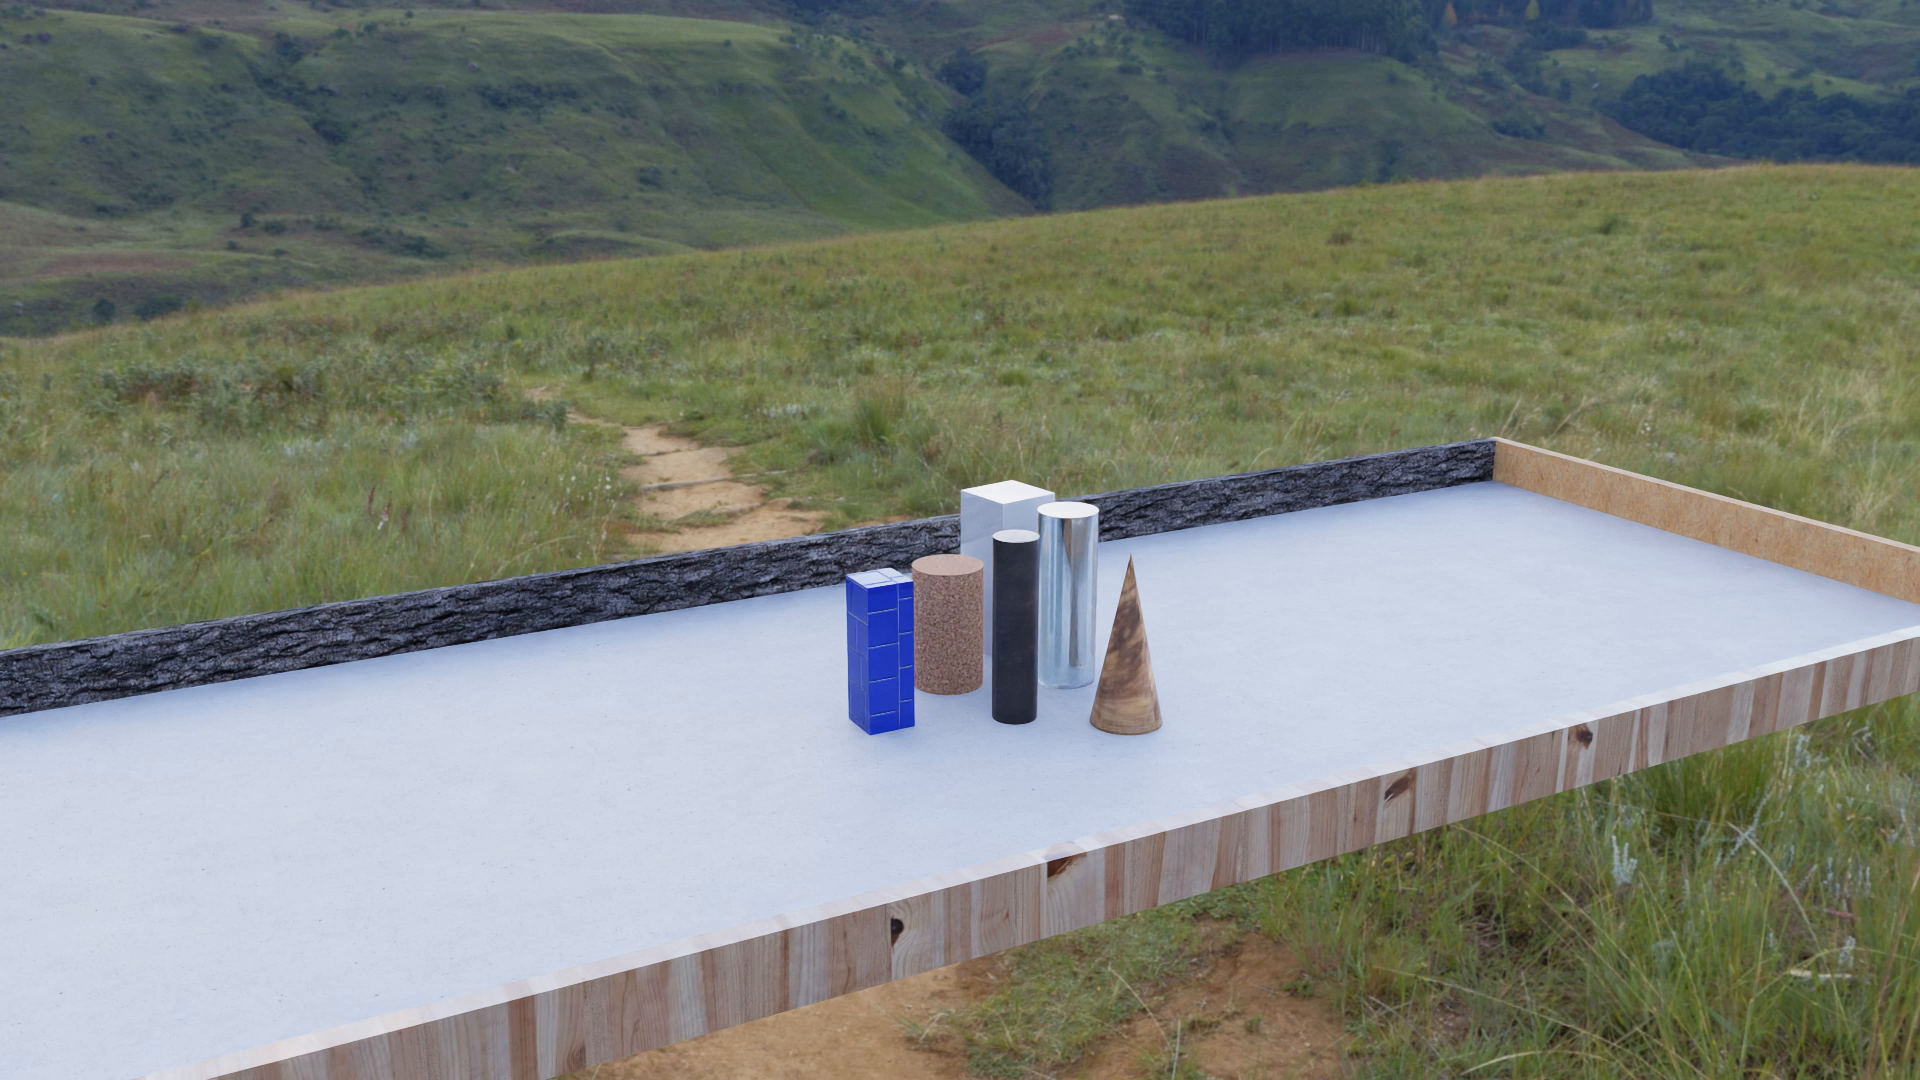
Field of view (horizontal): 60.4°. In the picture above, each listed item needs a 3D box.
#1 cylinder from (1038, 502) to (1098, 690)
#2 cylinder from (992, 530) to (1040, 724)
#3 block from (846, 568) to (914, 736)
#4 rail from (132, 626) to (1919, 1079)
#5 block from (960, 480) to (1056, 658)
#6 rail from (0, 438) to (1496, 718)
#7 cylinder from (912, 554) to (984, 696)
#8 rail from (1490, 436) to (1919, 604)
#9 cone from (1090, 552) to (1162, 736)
[{"bbox_3d":[0.265,0.138,4.103,0.151,0.442,0.151,0,16,0],"label":"cylinder"},{"bbox_3d":[0.130,0.205,3.867,0.108,0.446,0.108,0,16,0],"label":"cylinder"},{"bbox_3d":[-0.185,0.258,3.841,0.117,0.358,0.117,-9,18,-27],"label":"block"},{"bbox_3d":[-2.336,1.006,1.665,12.000,0.150,0.050,-9,18,-27],"label":"rail"},{"bbox_3d":[0.124,0.078,4.336,0.174,0.425,0.174,-12,20,-36],"label":"block"},{"bbox_3d":[-3.305,0.497,3.399,12.000,0.150,0.050,-9,18,-27],"label":"rail"},{"bbox_3d":[-0.031,0.209,4.097,0.177,0.309,0.177,0,16,0],"label":"cylinder"},{"bbox_3d":[2.466,-0.048,5.253,0.050,0.150,2.100,-9,18,-27],"label":"rail"},{"bbox_3d":[0.392,0.228,3.840,0.173,0.417,0.173,0,16,0],"label":"cone"}]
